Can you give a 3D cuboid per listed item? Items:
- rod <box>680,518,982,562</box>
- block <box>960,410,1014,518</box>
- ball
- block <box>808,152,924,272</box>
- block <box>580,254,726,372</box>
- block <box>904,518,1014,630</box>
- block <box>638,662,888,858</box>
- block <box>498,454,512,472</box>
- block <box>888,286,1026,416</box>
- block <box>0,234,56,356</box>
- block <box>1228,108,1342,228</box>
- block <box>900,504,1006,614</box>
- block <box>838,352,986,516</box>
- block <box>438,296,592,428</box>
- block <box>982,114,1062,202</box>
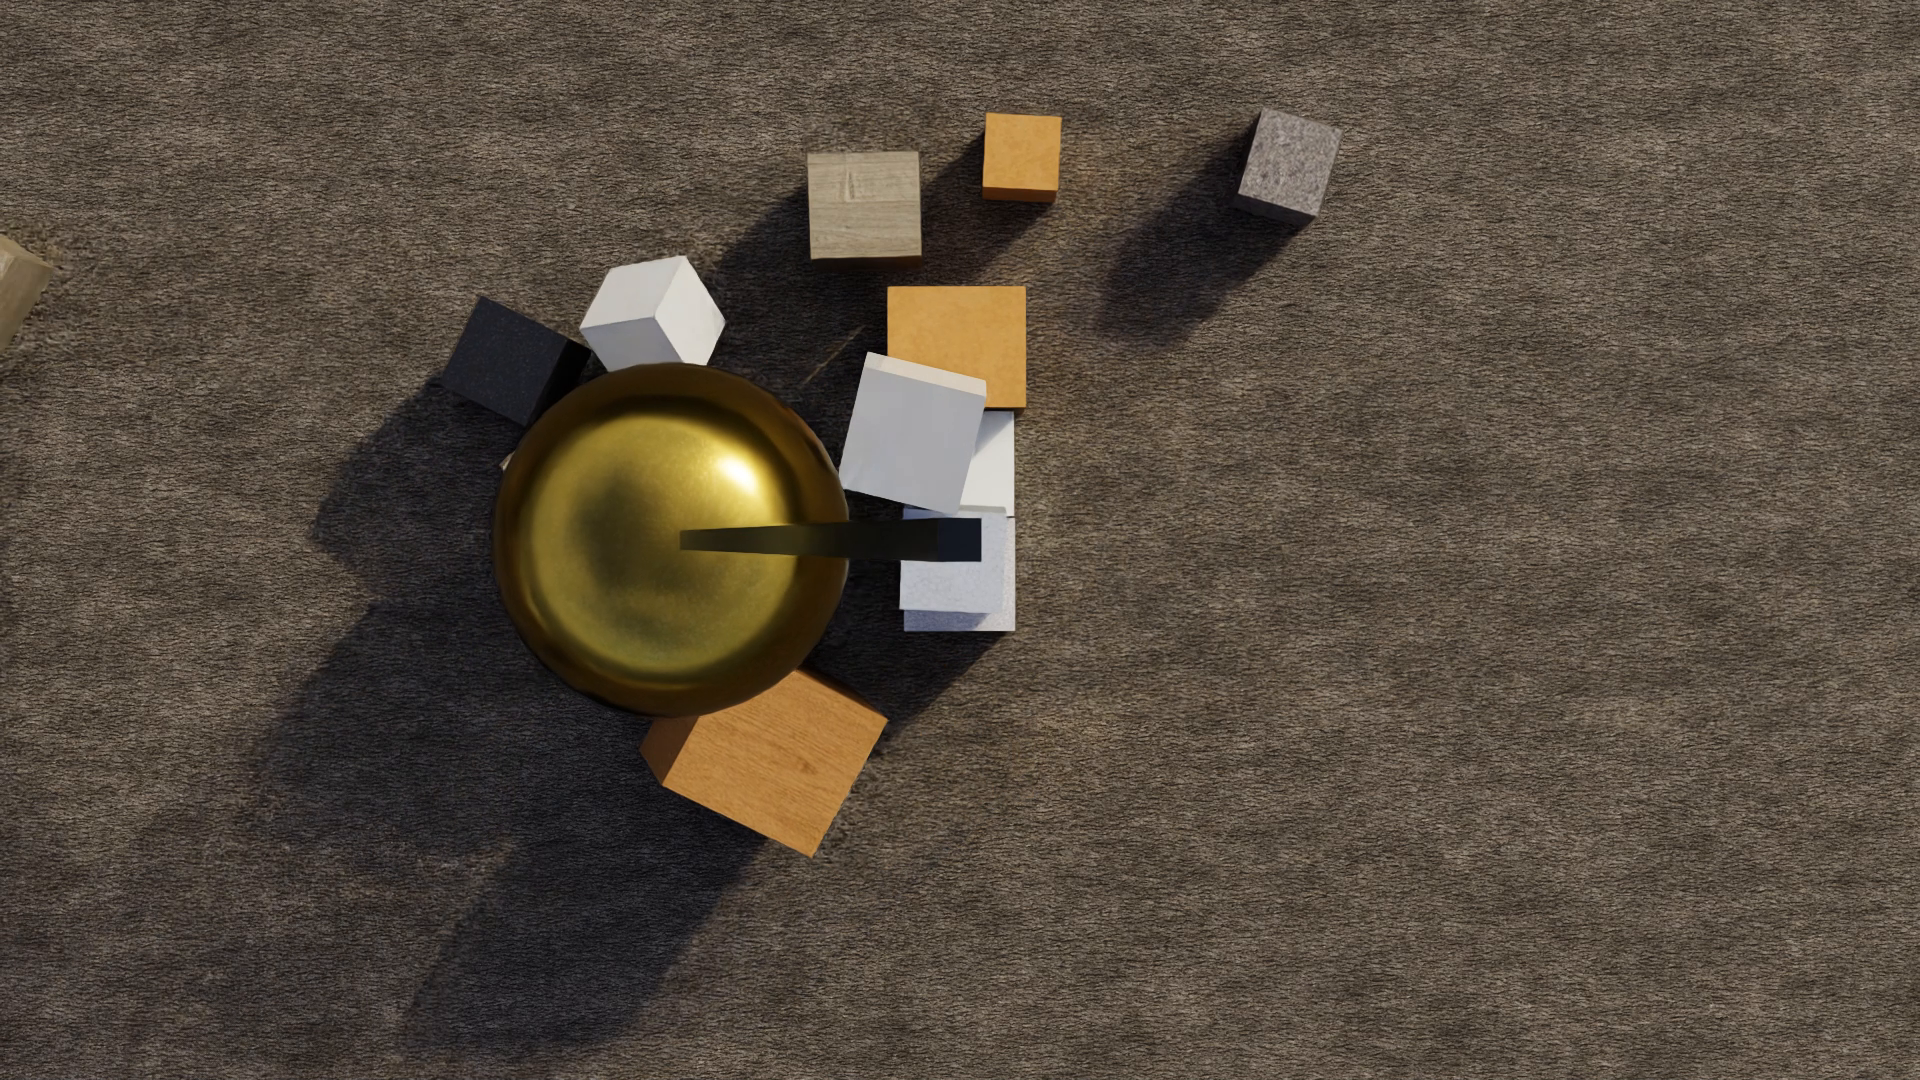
[{"bbox_3d":[-0.558,0.000,6.530,0.080,5.200,0.080,0,90,-12],"label":"rod"},{"bbox_3d":[0.008,-0.432,12.703,0.593,0.594,0.593,0,90,0],"label":"block"},{"bbox_3d":[-1.287,0.000,9.851,1.600,1.600,1.600,0,90,0],"label":"ball"},{"bbox_3d":[-0.538,-1.890,12.701,0.626,0.598,0.589,-2,90,0],"label":"block"},{"bbox_3d":[-1.747,-1.226,12.551,0.513,0.518,0.515,-6,135,27],"label":"block"},{"bbox_3d":[-0.002,0.195,12.723,0.626,0.554,0.640,0,90,0],"label":"block"},{"bbox_3d":[-1.125,1.104,12.473,0.968,0.769,0.883,29,90,-20],"label":"block"},{"bbox_3d":[-2.085,-0.360,12.401,0.687,0.692,0.738,-42,101,-8],"label":"block"},{"bbox_3d":[-0.018,-1.073,12.602,0.767,0.796,0.670,0,90,0],"label":"block"},{"bbox_3d":[-5.744,-1.494,12.712,0.564,0.577,0.619,33,90,0],"label":"block"},{"bbox_3d":[1.883,-2.157,12.769,0.471,0.463,0.513,16,90,0],"label":"block"},{"bbox_3d":[-0.037,0.094,12.171,0.561,0.505,0.548,2,95,0],"label":"block"},{"bbox_3d":[-0.263,-0.585,11.955,0.671,0.554,0.665,14,103,-3],"label":"block"},{"bbox_3d":[-2.560,-1.003,12.703,0.563,0.545,0.555,26,90,5],"label":"block"},{"bbox_3d":[0.354,-2.213,12.769,0.429,0.462,0.419,3,90,0],"label":"block"}]
